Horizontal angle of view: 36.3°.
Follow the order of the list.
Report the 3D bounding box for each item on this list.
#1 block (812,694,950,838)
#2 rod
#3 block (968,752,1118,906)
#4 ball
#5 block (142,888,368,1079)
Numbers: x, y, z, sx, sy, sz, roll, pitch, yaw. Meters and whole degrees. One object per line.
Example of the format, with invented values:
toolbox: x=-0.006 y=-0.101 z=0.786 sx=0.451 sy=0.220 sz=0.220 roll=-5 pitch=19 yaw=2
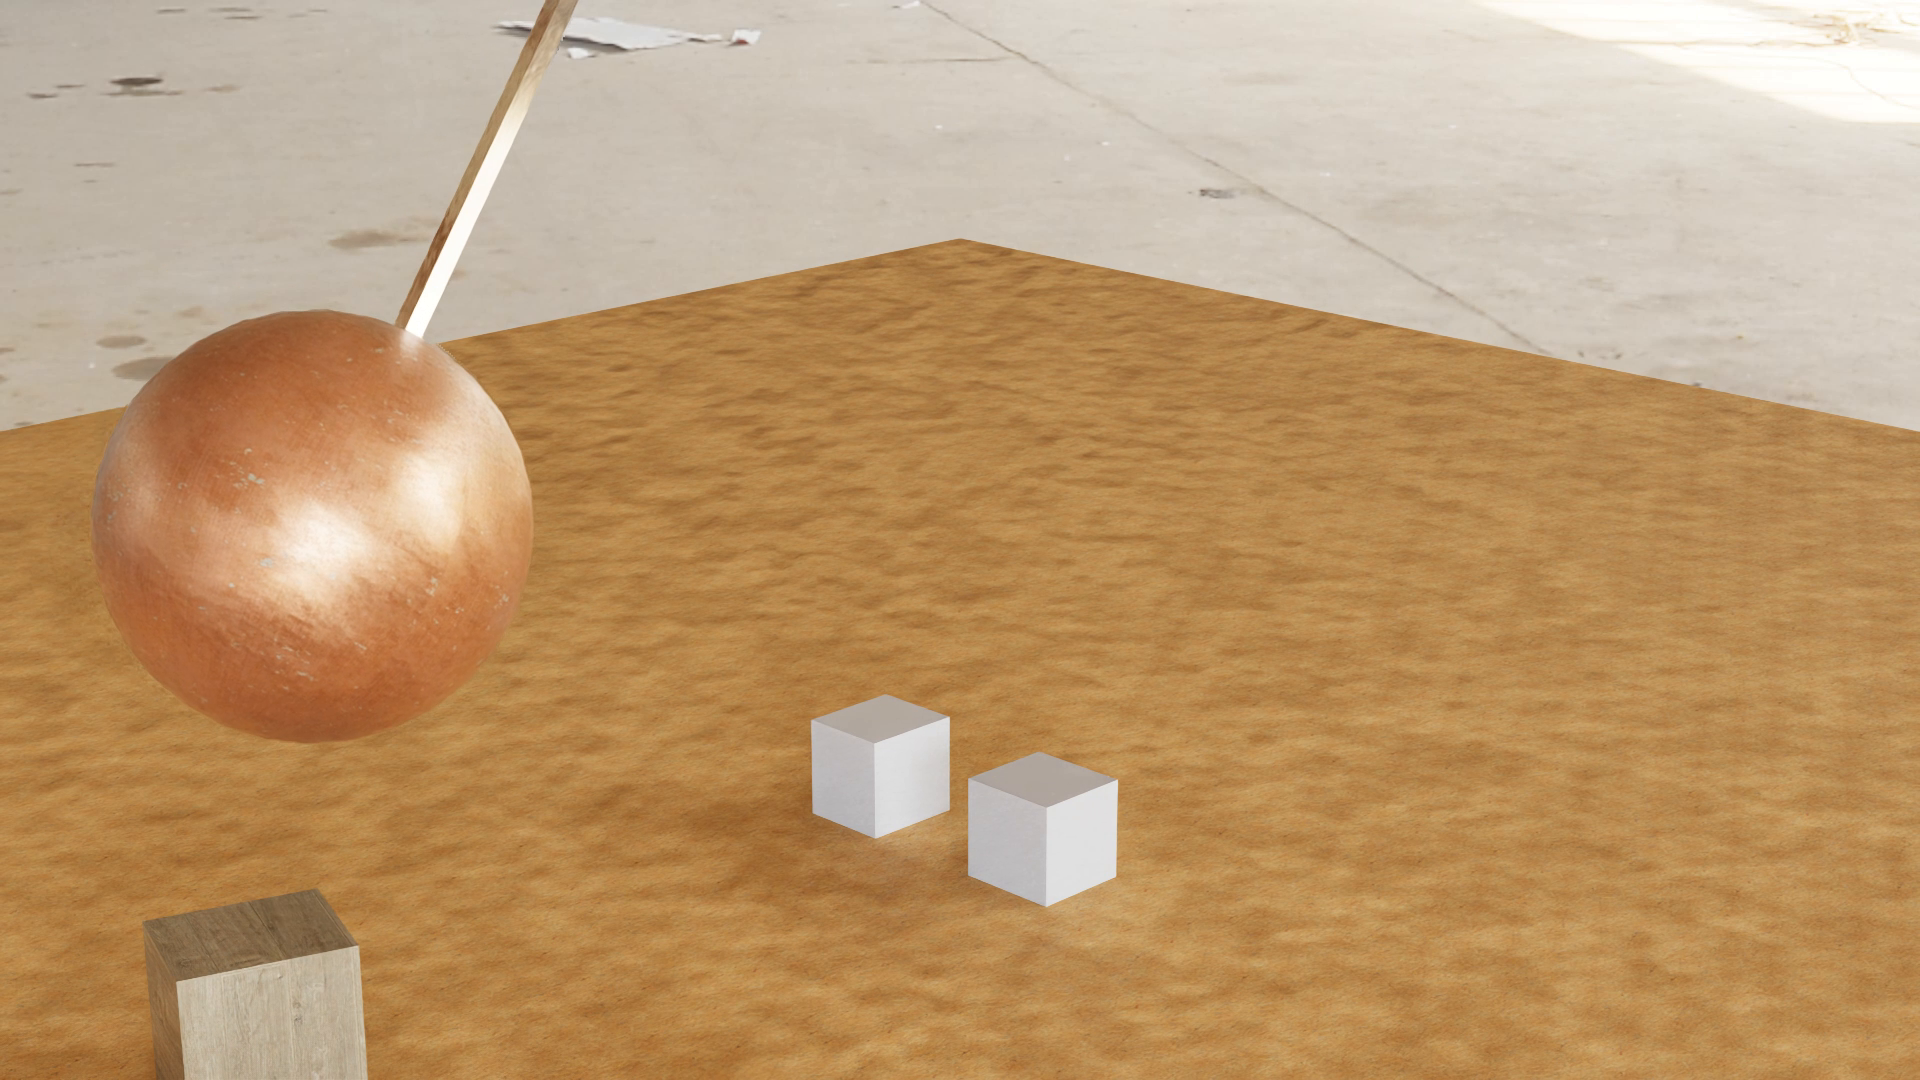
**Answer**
block: x=-0.380 y=1.083 z=14.097 sx=0.494 sy=0.481 sz=0.440 roll=-17 pitch=24 yaw=-42
rod: x=-1.031 y=-3.140 z=11.274 sx=0.080 sy=5.200 sz=0.080 roll=17 pitch=-10 yaw=42
block: x=0.376 y=1.312 z=13.372 sx=0.468 sy=0.478 sz=0.491 roll=-17 pitch=24 yaw=-42
ball: x=-2.379 y=-0.050 z=10.832 sx=1.600 sy=1.600 sz=1.600 roll=0 pitch=17 yaw=0
block: x=-2.713 y=1.841 z=11.303 sx=0.686 sy=0.710 sz=0.588 roll=-9 pitch=19 yaw=-26
